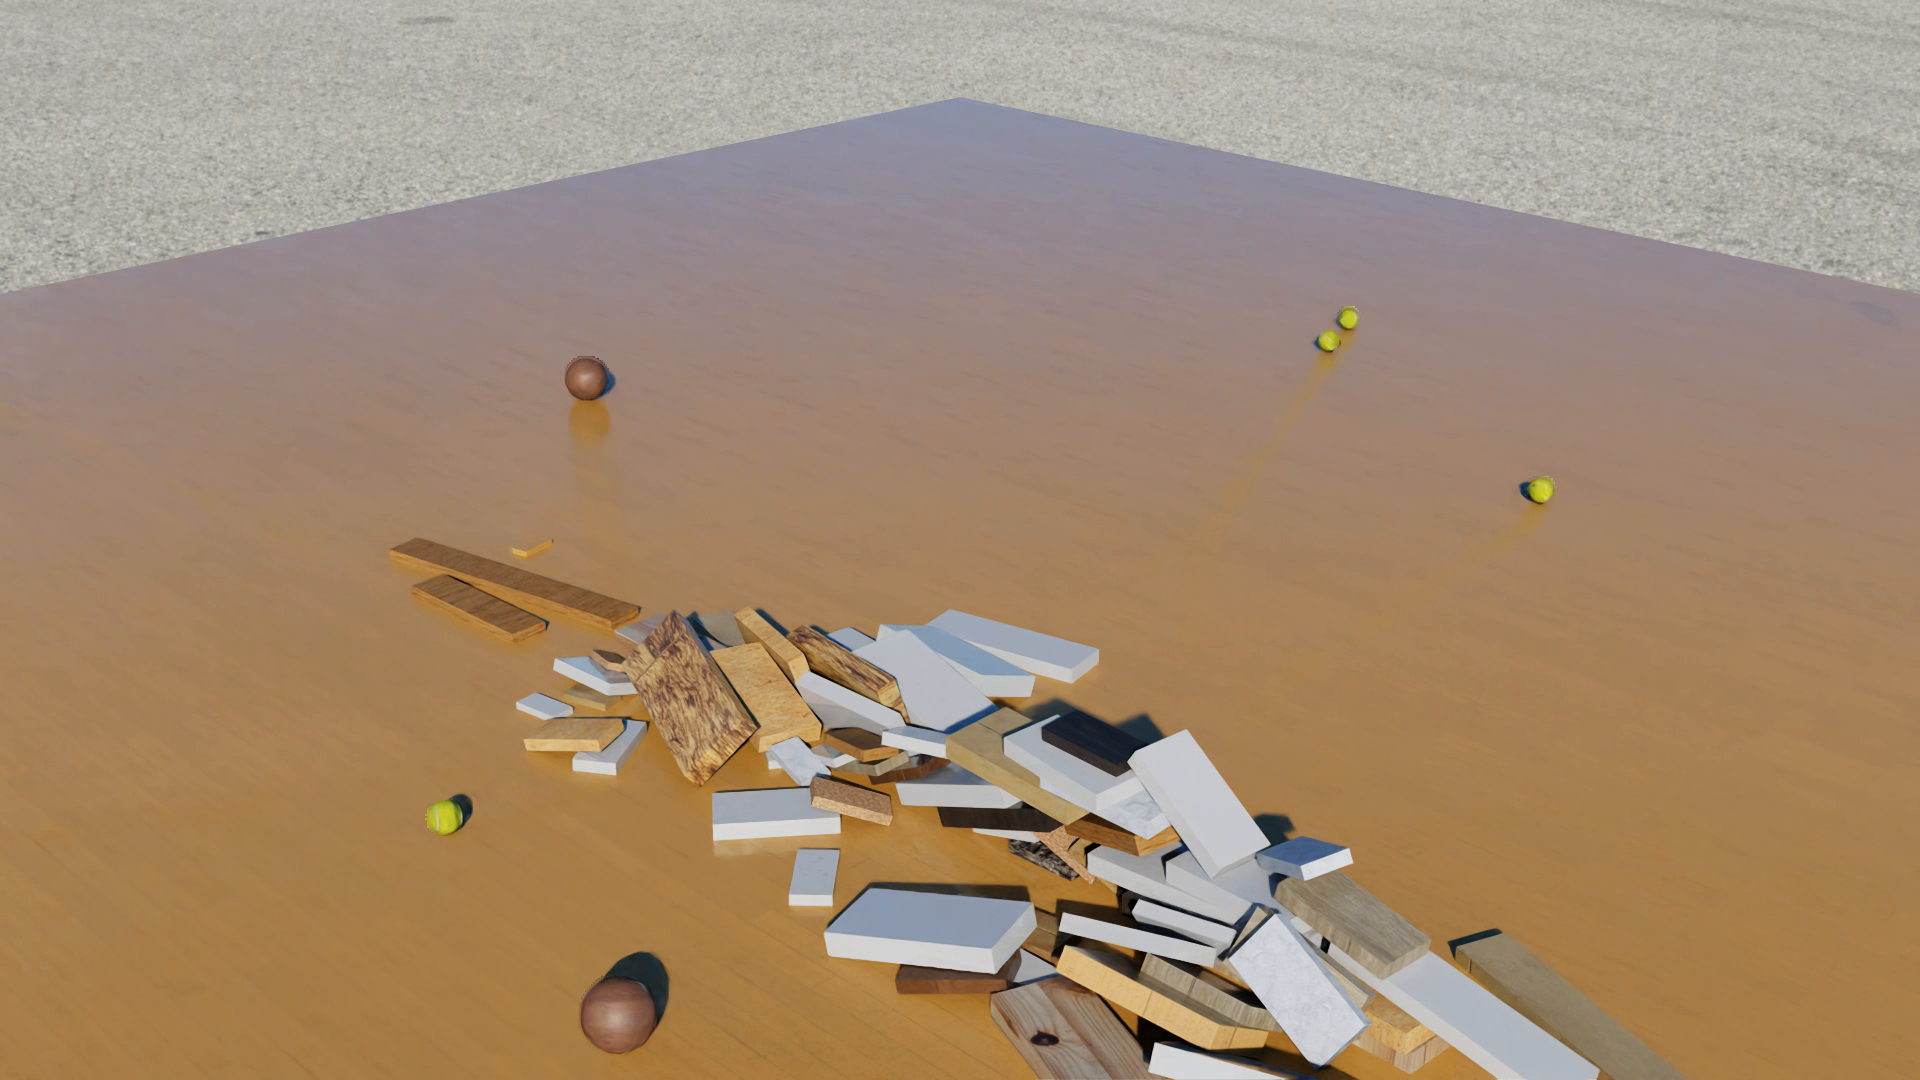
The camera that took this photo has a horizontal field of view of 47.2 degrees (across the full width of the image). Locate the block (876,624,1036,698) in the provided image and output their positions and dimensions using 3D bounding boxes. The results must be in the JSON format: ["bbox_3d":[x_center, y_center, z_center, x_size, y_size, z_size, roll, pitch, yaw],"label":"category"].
[{"bbox_3d":[-0.012,0.272,4.985,0.174,0.049,0.347,5,14,-45],"label":"block"}]

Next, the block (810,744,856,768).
[{"bbox_3d":[-0.266,0.449,4.616,0.068,0.019,0.137,-21,12,-28],"label":"block"}]

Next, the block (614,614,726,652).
[{"bbox_3d":[-0.659,0.245,5.041,0.132,0.037,0.264,-20,30,-39],"label":"block"}]

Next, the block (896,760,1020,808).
[{"bbox_3d":[0.038,0.480,4.398,0.165,0.047,0.330,-23,10,-38],"label":"block"}]

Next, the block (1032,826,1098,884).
[{"bbox_3d":[0.223,0.591,4.249,0.160,0.023,0.080,39,41,24],"label":"block"}]

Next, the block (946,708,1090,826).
[{"bbox_3d":[0.145,0.432,4.240,0.165,0.047,0.330,-23,34,-38],"label":"block"}]

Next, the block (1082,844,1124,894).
[{"bbox_3d":[0.301,0.627,4.178,0.128,0.018,0.064,39,41,14],"label":"block"}]

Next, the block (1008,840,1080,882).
[{"bbox_3d":[0.182,0.612,4.290,0.160,0.023,0.080,20,30,39],"label":"block"}]

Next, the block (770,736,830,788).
[{"bbox_3d":[-0.335,0.466,4.603,0.068,0.019,0.137,-18,39,-29],"label":"block"}]

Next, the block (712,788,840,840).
[{"bbox_3d":[-0.370,0.549,4.421,0.252,0.036,0.126,-3,23,-6],"label":"block"}]

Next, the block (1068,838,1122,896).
[{"bbox_3d":[0.275,0.617,4.202,0.128,0.018,0.064,40,42,15],"label":"block"}]

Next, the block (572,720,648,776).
[{"bbox_3d":[-0.746,0.439,4.691,0.096,0.027,0.192,5,23,11],"label":"block"}]

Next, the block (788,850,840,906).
[{"bbox_3d":[-0.278,0.646,4.209,0.082,0.023,0.164,1,23,2],"label":"block"}]

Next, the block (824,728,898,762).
[{"bbox_3d":[-0.206,0.422,4.550,0.084,0.024,0.167,-6,12,-32],"label":"block"}]

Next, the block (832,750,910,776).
[{"bbox_3d":[-0.188,0.458,4.574,0.084,0.024,0.167,-23,13,-34],"label":"block"}]

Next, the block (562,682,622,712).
[{"bbox_3d":[-0.823,0.350,4.914,0.117,0.017,0.059,12,26,26],"label":"block"}]

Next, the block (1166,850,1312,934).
[{"bbox_3d":[0.522,0.619,3.926,0.144,0.041,0.287,-19,27,-38],"label":"block"}]

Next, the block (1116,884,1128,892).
[{"bbox_3d":[0.311,0.627,4.155,0.128,0.018,0.064,38,41,12],"label":"block"}]

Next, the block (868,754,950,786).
[{"bbox_3d":[-0.104,0.469,4.516,0.084,0.024,0.167,-24,5,-41],"label":"block"}]

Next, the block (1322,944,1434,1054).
[{"bbox_3d":[0.692,0.770,3.783,0.149,0.042,0.299,-19,30,-38],"label":"block"}]

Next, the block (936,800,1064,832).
[{"bbox_3d":[0.121,0.515,4.323,0.165,0.047,0.330,-23,10,-37],"label":"block"}]

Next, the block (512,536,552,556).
[{"bbox_3d":[-1.110,0.016,5.706,0.049,0.014,0.099,13,26,28],"label":"block"}]

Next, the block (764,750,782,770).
[{"bbox_3d":[-0.386,0.444,4.689,0.068,0.019,0.137,-6,24,-13],"label":"block"}]

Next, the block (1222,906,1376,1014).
[{"bbox_3d":[0.575,0.746,3.737,0.245,0.122,0.035,38,15,31],"label":"block"}]

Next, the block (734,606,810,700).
[{"bbox_3d":[-0.409,0.267,4.940,0.041,0.144,0.287,-30,33,-18],"label":"block"}]

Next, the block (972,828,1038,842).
[{"bbox_3d":[0.111,0.564,4.360,0.160,0.023,0.080,3,20,41],"label":"block"}]

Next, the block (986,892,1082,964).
[{"bbox_3d":[0.111,0.714,4.040,0.203,0.029,0.102,16,28,33],"label":"block"}]

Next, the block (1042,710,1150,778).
[{"bbox_3d":[0.254,0.377,4.094,0.095,0.027,0.190,-24,33,-38],"label":"block"}]

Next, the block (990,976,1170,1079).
[{"bbox_3d":[0.197,0.852,3.692,0.167,0.047,0.334,-10,25,-22],"label":"block"}]

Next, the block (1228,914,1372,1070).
[{"bbox_3d":[0.570,0.758,3.696,0.237,0.118,0.034,51,21,27],"label":"block"}]

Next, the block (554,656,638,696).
[{"bbox_3d":[-0.818,0.307,4.967,0.193,0.027,0.096,19,12,38],"label":"block"}]

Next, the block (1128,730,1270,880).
[{"bbox_3d":[0.433,0.477,3.986,0.132,0.037,0.264,-18,62,-37],"label":"block"}]

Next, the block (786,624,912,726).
[{"bbox_3d":[-0.239,0.319,4.782,0.048,0.171,0.342,-35,37,-24],"label":"block"}]
